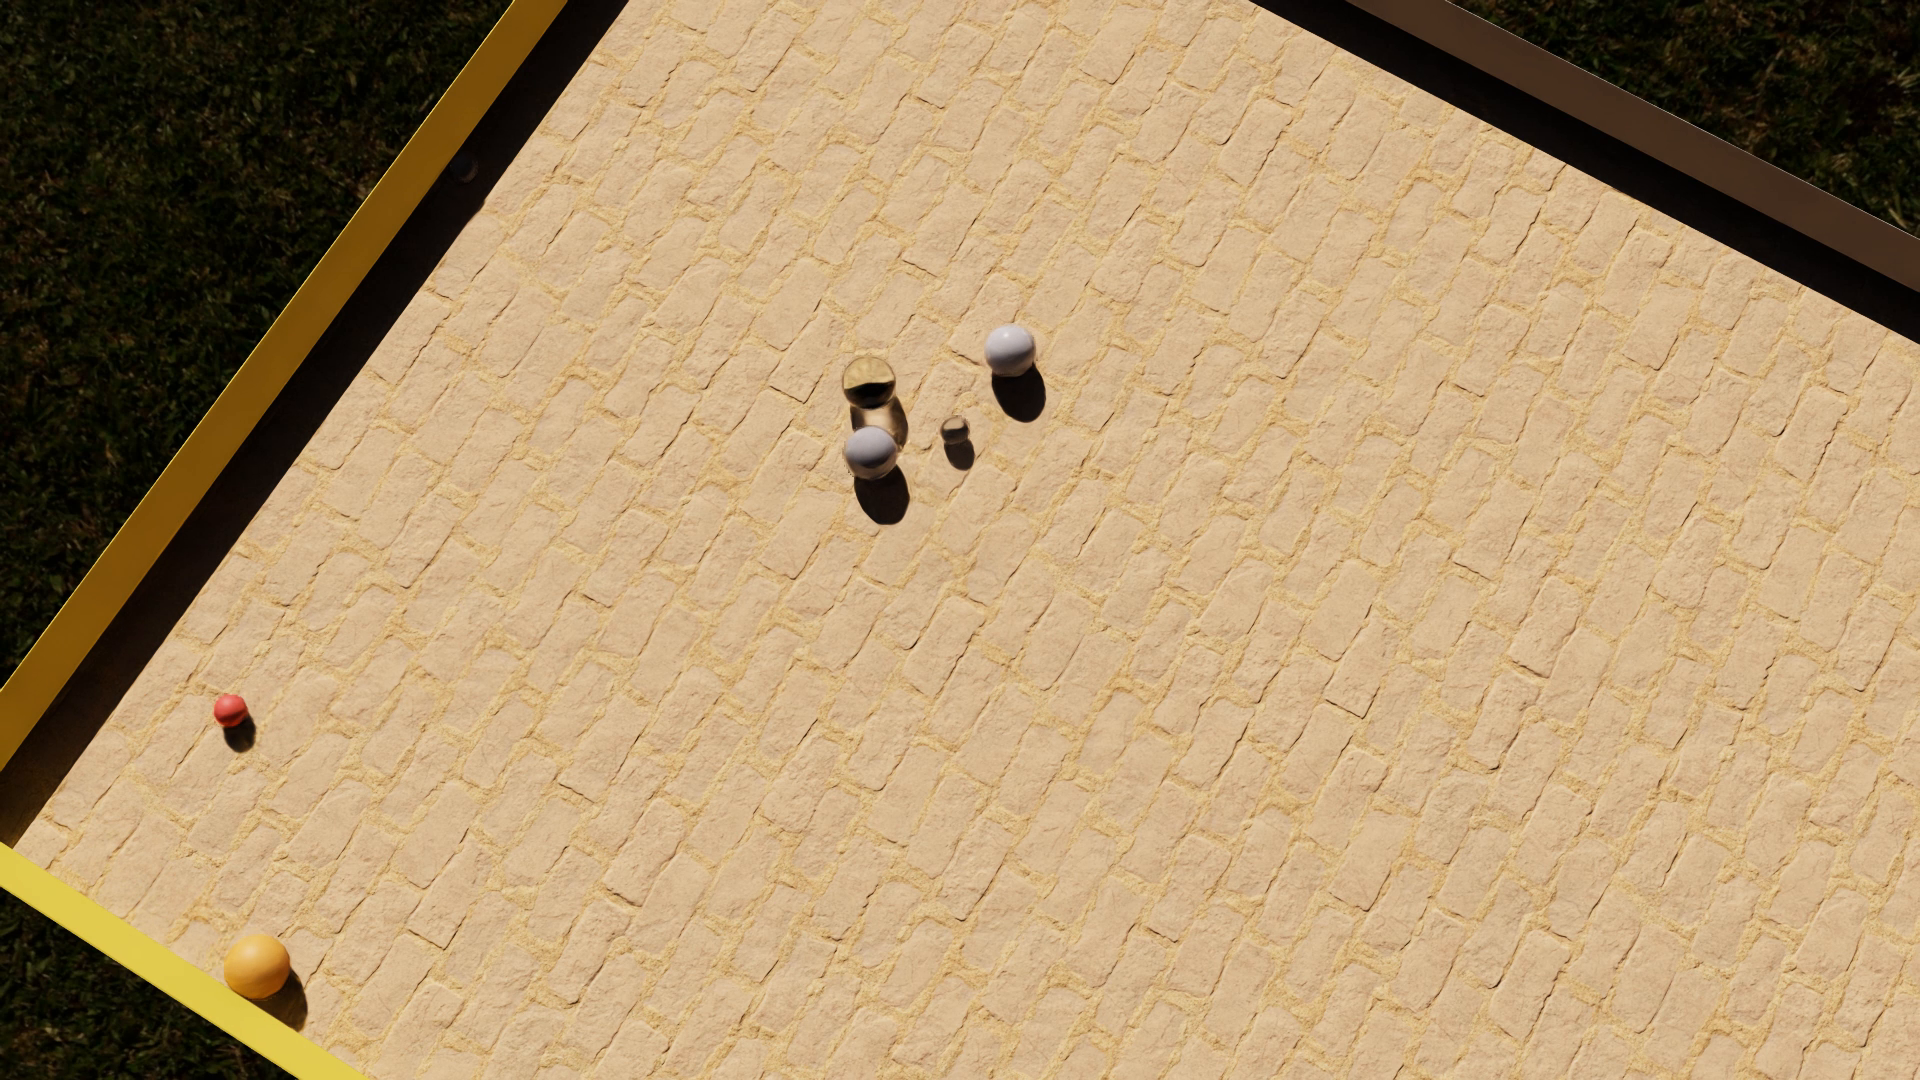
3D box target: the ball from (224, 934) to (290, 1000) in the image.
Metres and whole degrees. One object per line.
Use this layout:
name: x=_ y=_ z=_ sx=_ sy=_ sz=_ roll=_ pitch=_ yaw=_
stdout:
ball: x=-1.017 y=0.618 z=3.183 sx=0.093 sy=0.093 sz=0.093 roll=0 pitch=73 yaw=0

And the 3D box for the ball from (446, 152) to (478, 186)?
ball: x=-0.812 y=-0.605 z=3.586 sx=0.053 sy=0.053 sz=0.053 roll=0 pitch=73 yaw=0

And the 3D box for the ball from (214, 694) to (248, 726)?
ball: x=-1.101 y=0.257 z=3.319 sx=0.049 sy=0.049 sz=0.049 roll=0 pitch=73 yaw=0

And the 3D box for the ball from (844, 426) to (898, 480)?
ball: x=-0.138 y=-0.135 z=3.423 sx=0.083 sy=0.083 sz=0.083 roll=0 pitch=73 yaw=0

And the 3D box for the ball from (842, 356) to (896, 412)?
ball: x=-0.143 y=-0.246 z=3.456 sx=0.087 sy=0.087 sz=0.087 roll=0 pitch=73 yaw=0

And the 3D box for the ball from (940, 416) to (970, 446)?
ball: x=-0.008 y=-0.170 z=3.454 sx=0.046 sy=0.046 sz=0.046 roll=0 pitch=73 yaw=0

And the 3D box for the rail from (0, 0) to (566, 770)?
rail: x=-0.907 y=-0.524 z=3.524 sx=0.045 sy=0.120 sz=2.342 roll=30 pitch=75 yaw=9

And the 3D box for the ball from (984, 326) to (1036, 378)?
ball: x=0.079 y=-0.298 z=3.475 sx=0.082 sy=0.082 sz=0.082 roll=0 pitch=73 yaw=0

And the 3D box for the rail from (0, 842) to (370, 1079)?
rail: x=0.341 y=1.460 z=2.905 sx=4.317 sy=0.120 sz=0.045 roll=30 pitch=75 yaw=9

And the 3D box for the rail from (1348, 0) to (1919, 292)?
rail: x=1.514 y=-0.422 z=3.493 sx=4.317 sy=0.120 sz=0.045 roll=30 pitch=75 yaw=9
